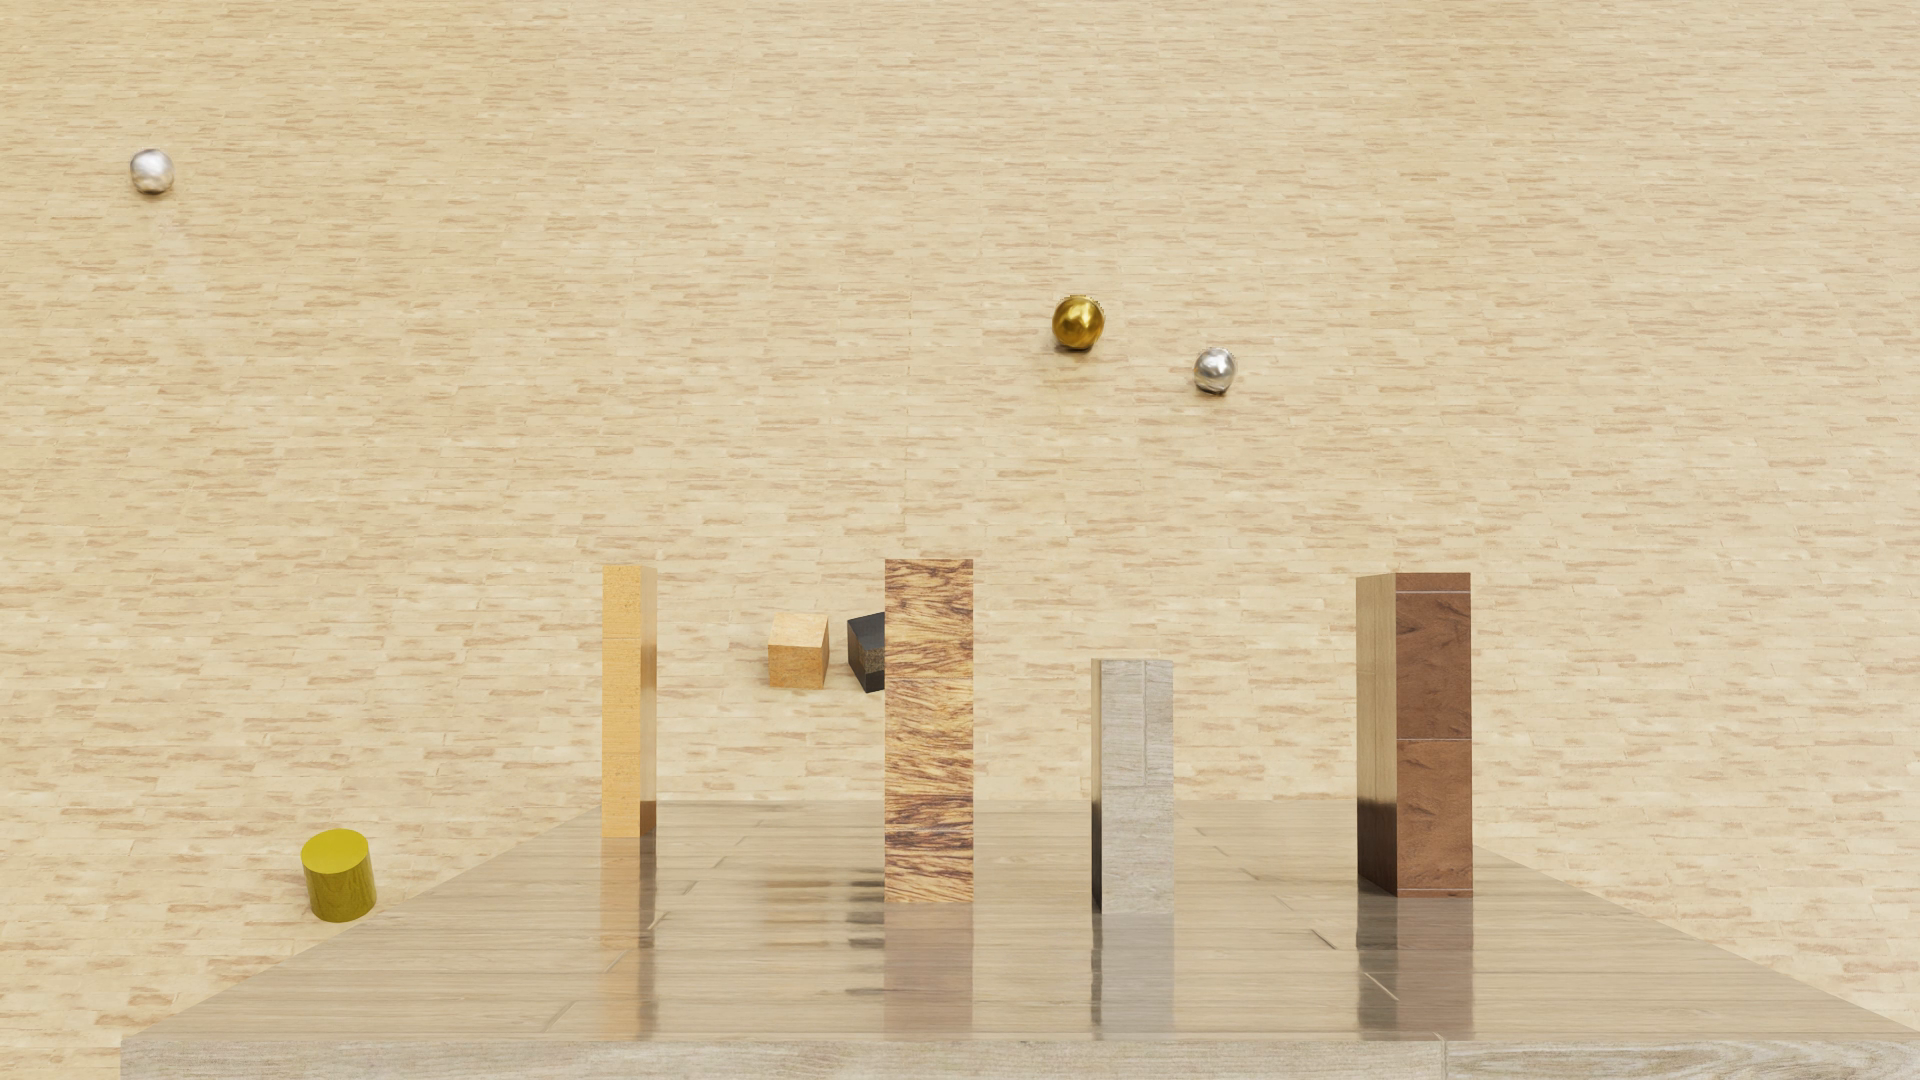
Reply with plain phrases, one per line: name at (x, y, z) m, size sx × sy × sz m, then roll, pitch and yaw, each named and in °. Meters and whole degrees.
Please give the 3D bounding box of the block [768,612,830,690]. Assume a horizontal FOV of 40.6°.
block at (-0.457, 0.315, 7.380) m, size 0.151 × 0.151 × 0.151 m, roll 3°, pitch 35°, yaw 4°

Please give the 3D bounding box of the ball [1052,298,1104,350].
ball at (0.401, -0.736, 8.836) m, size 0.179 × 0.179 × 0.179 m, roll 0°, pitch 35°, yaw 0°

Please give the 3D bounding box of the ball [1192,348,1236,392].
ball at (0.845, -0.562, 8.621) m, size 0.144 × 0.144 × 0.144 m, roll 0°, pitch 35°, yaw 0°

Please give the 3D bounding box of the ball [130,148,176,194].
ball at (-3.034, -1.385, 9.762) m, size 0.167 × 0.167 × 0.167 m, roll 0°, pitch 35°, yaw 0°

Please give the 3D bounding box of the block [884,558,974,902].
block at (-0.051, 0.320, 4.460) m, size 0.147 × 0.568 × 0.300 m, roll 0°, pitch -2°, yaw 0°

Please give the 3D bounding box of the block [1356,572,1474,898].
block at (0.799, 0.336, 4.596) m, size 0.127 × 0.547 × 0.440 m, roll 0°, pitch -2°, yaw 0°

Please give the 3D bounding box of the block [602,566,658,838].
block at (-0.736, 0.355, 5.800) m, size 0.083 × 0.590 × 0.308 m, roll 0°, pitch -2°, yaw 0°

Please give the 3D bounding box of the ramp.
ramp at (0.078, 0.668, 4.850) m, size 2.000 × 0.100 × 4.000 m, roll 0°, pitch -2°, yaw 0°

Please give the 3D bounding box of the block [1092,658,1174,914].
block at (0.283, 0.398, 4.297) m, size 0.114 × 0.401 × 0.329 m, roll 0°, pitch -2°, yaw 0°

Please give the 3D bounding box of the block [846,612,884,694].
block at (-0.222, 0.315, 7.379) m, size 0.153 × 0.153 × 0.153 m, roll -13°, pitch 37°, yaw -17°

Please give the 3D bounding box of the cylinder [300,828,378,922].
cylinder at (-1.578, 0.853, 6.607) m, size 0.169 × 0.169 × 0.169 m, roll 0°, pitch 35°, yaw 0°
